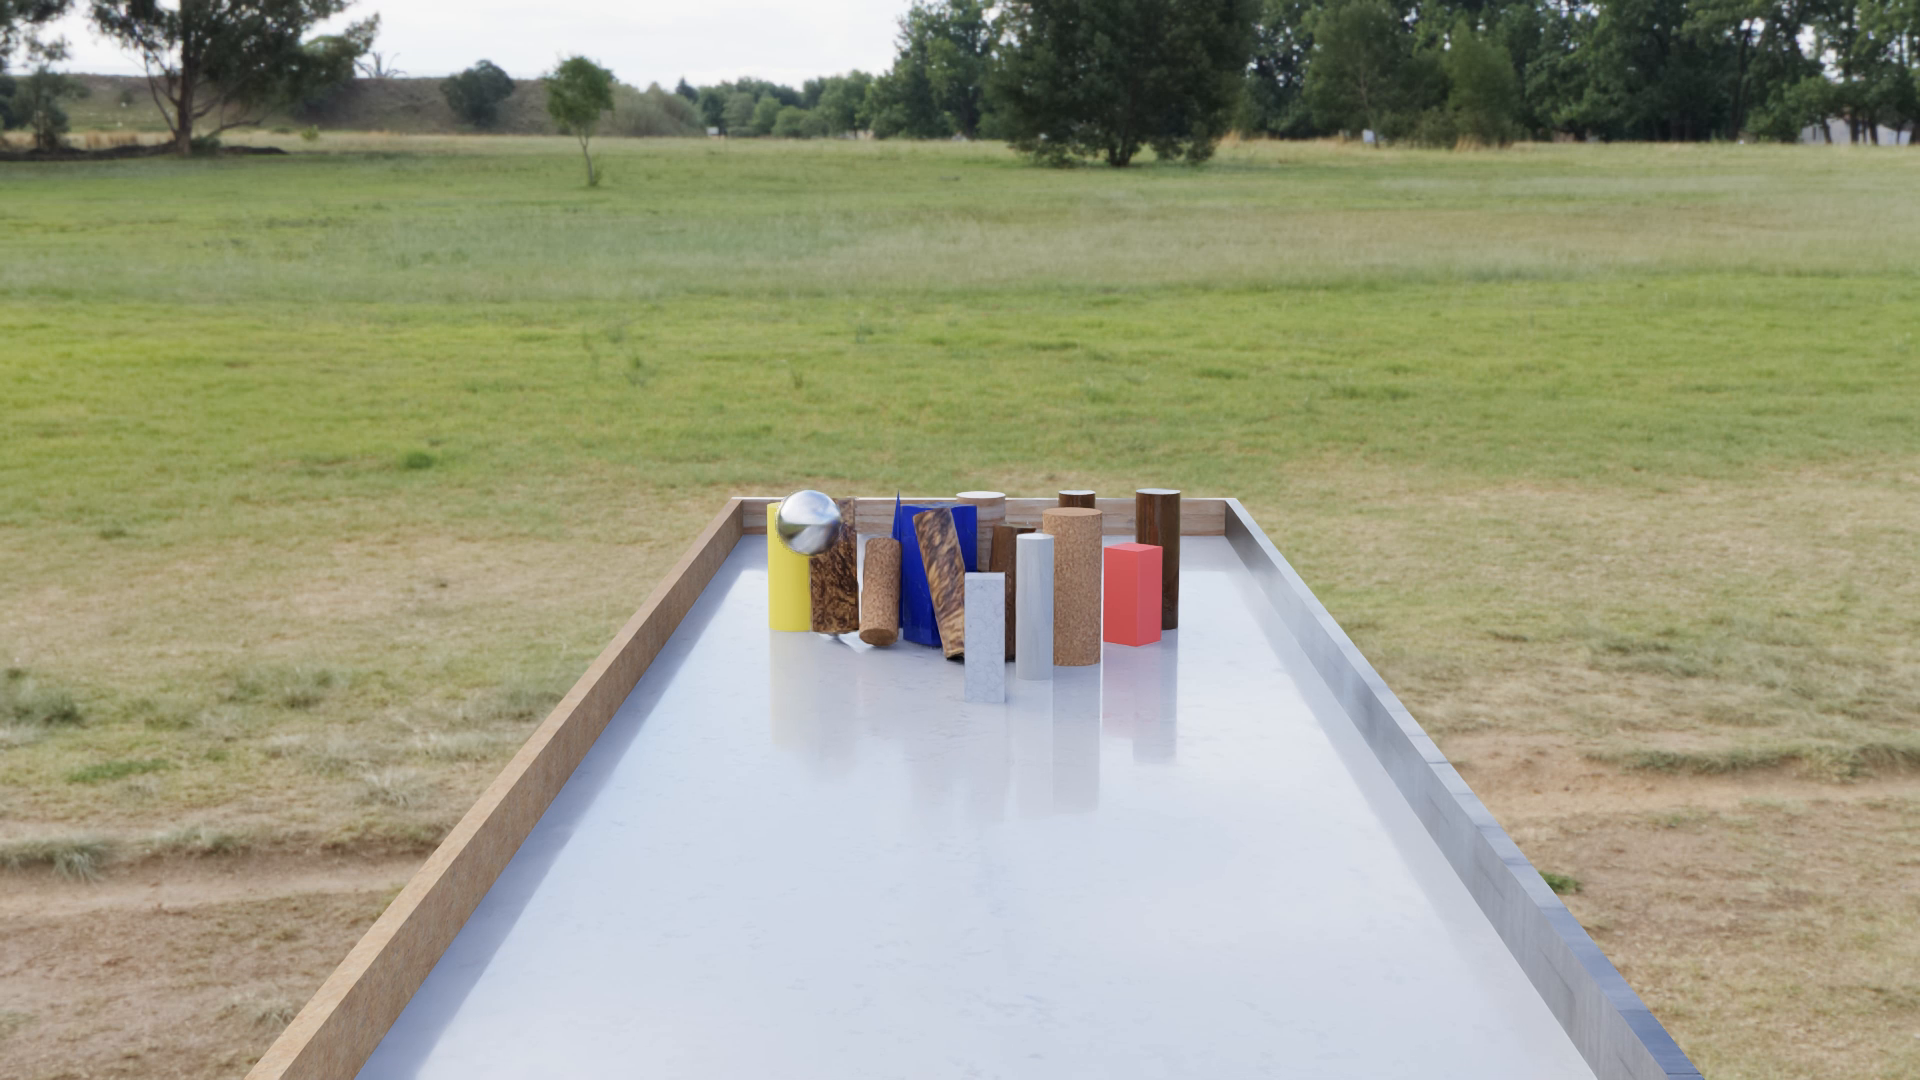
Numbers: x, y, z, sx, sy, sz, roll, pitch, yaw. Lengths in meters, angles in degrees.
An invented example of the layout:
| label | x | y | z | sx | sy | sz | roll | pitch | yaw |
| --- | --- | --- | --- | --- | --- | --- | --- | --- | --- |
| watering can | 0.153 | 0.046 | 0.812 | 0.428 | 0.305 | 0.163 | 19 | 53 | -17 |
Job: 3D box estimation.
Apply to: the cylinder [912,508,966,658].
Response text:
| label | x | y | z | sx | sy | sz | roll | pitch | yaw |
| --- | --- | --- | --- | --- | --- | --- | --- | --- | --- |
| cylinder | -0.037 | 0.131 | 6.718 | 0.122 | 0.445 | 0.122 | -13 | -8 | -2 |

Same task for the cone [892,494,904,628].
| label | x | y | z | sx | sy | sz | roll | pitch | yaw |
| --- | --- | --- | --- | --- | --- | --- | --- | --- | --- |
| cone | -0.201 | 0.057 | 7.214 | 0.133 | 0.449 | 0.133 | 0 | 9 | 0 |

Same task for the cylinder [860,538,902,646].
| label | x | y | z | sx | sy | sz | roll | pitch | yaw |
| --- | --- | --- | --- | --- | --- | --- | --- | --- | --- |
| cylinder | -0.248 | 0.162 | 6.935 | 0.122 | 0.325 | 0.122 | 2 | -29 | 1 |

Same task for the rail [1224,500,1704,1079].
| label | x | y | z | sx | sy | sz | roll | pitch | yaw |
| --- | --- | --- | --- | --- | --- | --- | --- | --- | --- |
| rail | 1.046 | 0.843 | 3.208 | 0.050 | 0.150 | 12.000 | 0 | 9 | 1 |

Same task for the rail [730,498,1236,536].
| label | x | y | z | sx | sy | sz | roll | pitch | yaw |
| --- | --- | --- | --- | --- | --- | --- | --- | --- | --- |
| rail | 0.099 | -0.098 | 9.147 | 2.100 | 0.150 | 0.050 | 0 | 9 | 1 |

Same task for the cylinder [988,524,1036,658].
| label | x | y | z | sx | sy | sz | roll | pitch | yaw |
| --- | --- | --- | --- | --- | --- | --- | --- | --- | --- |
| cylinder | 0.149 | 0.154 | 6.721 | 0.132 | 0.398 | 0.132 | 5 | 4 | 0 |

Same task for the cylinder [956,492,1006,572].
| label | x | y | z | sx | sy | sz | roll | pitch | yaw |
| --- | --- | --- | --- | --- | --- | --- | --- | --- | --- |
| cylinder | 0.068 | 0.068 | 7.192 | 0.160 | 0.435 | 0.160 | 0 | 9 | 0 |

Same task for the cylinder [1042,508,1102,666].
| label | x | y | z | sx | sy | sz | roll | pitch | yaw |
| --- | --- | --- | --- | --- | --- | --- | --- | --- | --- |
| cylinder | 0.339 | 0.140 | 6.663 | 0.179 | 0.457 | 0.179 | 0 | 9 | 0 |

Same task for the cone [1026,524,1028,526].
| label | x | y | z | sx | sy | sz | roll | pitch | yaw |
| --- | --- | --- | --- | --- | --- | --- | --- | --- | --- |
| cone | 0.213 | 0.130 | 6.940 | 0.140 | 0.391 | 0.140 | 0 | 9 | 0 |

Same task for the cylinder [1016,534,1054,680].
| label | x | y | z | sx | sy | sz | roll | pitch | yaw |
| --- | --- | --- | --- | --- | --- | --- | --- | --- | --- |
| cylinder | 0.219 | 0.195 | 6.443 | 0.111 | 0.418 | 0.111 | 0 | 9 | 0 |

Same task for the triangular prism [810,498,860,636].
| label | x | y | z | sx | sy | sz | roll | pitch | yaw |
| --- | --- | --- | --- | --- | --- | --- | --- | --- | --- |
| triangular prism | -0.405 | 0.088 | 7.034 | 0.149 | 0.426 | 0.129 | -2 | -9 | -3 |

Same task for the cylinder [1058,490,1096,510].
| label | x | y | z | sx | sy | sz | roll | pitch | yaw |
| --- | --- | --- | --- | --- | --- | --- | --- | --- | --- |
| cylinder | 0.382 | 0.061 | 7.213 | 0.120 | 0.441 | 0.120 | 0 | 9 | 0 |

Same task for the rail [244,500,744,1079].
| label | x | y | z | sx | sy | sz | roll | pitch | yaw |
| --- | --- | --- | --- | --- | --- | --- | --- | --- | --- |
| rail | -1.004 | 0.839 | 3.234 | 0.050 | 0.150 | 12.000 | 0 | 9 | 1 |

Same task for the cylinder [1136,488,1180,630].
| label | x | y | z | sx | sy | sz | roll | pitch | yaw |
| --- | --- | --- | --- | --- | --- | --- | --- | --- | --- |
| cylinder | 0.645 | 0.062 | 7.191 | 0.146 | 0.447 | 0.146 | 0 | 9 | 0 |

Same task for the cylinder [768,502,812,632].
| label | x | y | z | sx | sy | sz | roll | pitch | yaw |
| --- | --- | --- | --- | --- | --- | --- | --- | --- | --- |
| cylinder | -0.540 | 0.085 | 7.191 | 0.176 | 0.401 | 0.176 | 0 | 9 | 0 |

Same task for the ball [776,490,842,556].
| label | x | y | z | sx | sy | sz | roll | pitch | yaw |
| --- | --- | --- | --- | --- | --- | --- | --- | --- | --- |
| ball | -0.470 | -0.053 | 6.874 | 0.205 | 0.205 | 0.205 | 0 | 9 | 0 |

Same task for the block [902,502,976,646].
| label | x | y | z | sx | sy | sz | roll | pitch | yaw |
| --- | --- | --- | --- | --- | --- | --- | --- | --- | --- |
| block | -0.064 | 0.104 | 6.945 | 0.170 | 0.428 | 0.170 | -4 | 7 | -32 |

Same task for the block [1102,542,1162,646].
| label | x | y | z | sx | sy | sz | roll | pitch | yaw |
| --- | --- | --- | --- | --- | --- | --- | --- | --- | --- |
| block | 0.546 | 0.171 | 6.963 | 0.132 | 0.302 | 0.132 | 8 | 12 | 40 |

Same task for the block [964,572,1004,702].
| label | x | y | z | sx | sy | sz | roll | pitch | yaw |
| --- | --- | --- | --- | --- | --- | --- | --- | --- | --- |
| block | 0.069 | 0.273 | 6.167 | 0.111 | 0.349 | 0.111 | 0 | 9 | 1 |
